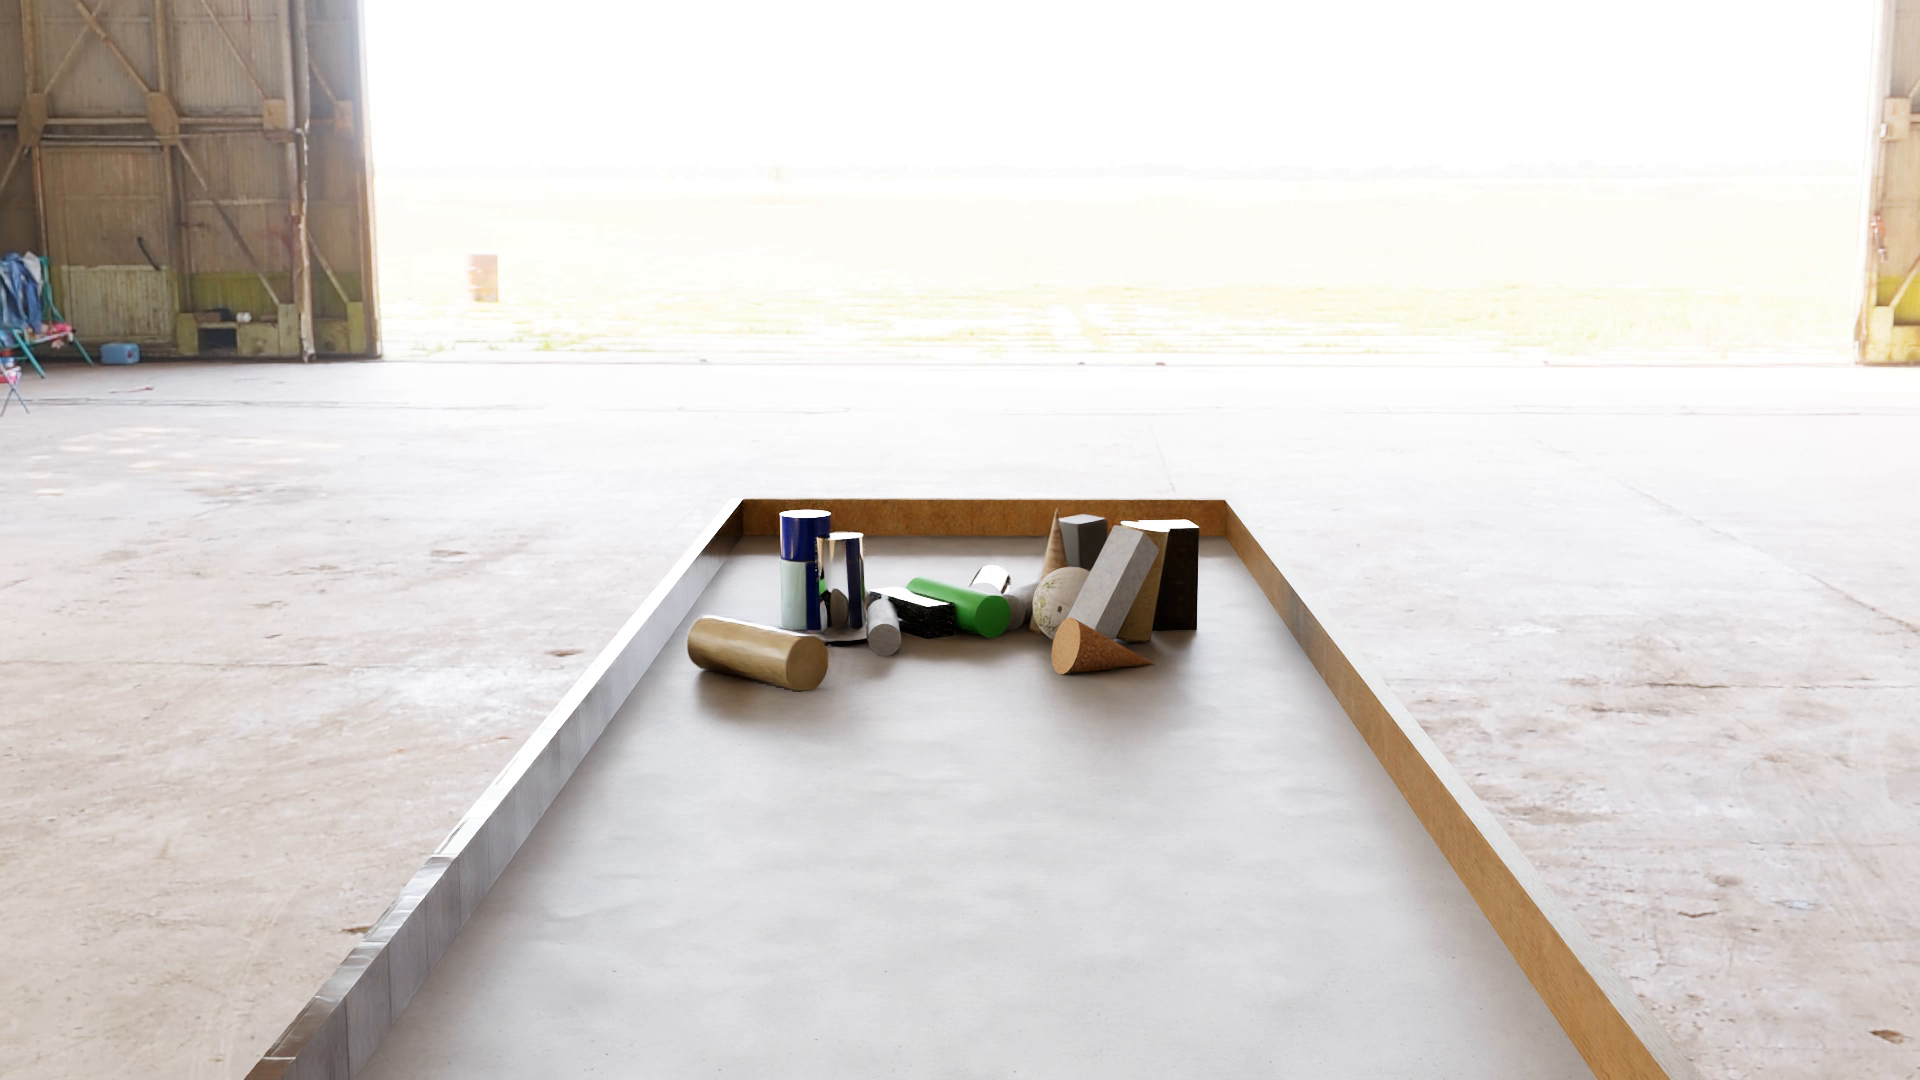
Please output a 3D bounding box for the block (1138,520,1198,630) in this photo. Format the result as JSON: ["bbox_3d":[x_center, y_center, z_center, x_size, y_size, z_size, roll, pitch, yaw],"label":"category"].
[{"bbox_3d":[0.681,0.115,7.208,0.163,0.337,0.163,-1,9,-7],"label":"block"}]

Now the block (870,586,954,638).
[{"bbox_3d":[-0.158,0.236,7.180,0.106,0.106,0.351,-6,11,-33],"label":"block"}]

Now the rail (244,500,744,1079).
[{"bbox_3d":[-1.004,0.839,3.234,0.050,0.150,12.000,0,9,1],"label":"rail"}]

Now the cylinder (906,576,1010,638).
[{"bbox_3d":[-0.014,0.217,7.197,0.139,0.139,0.423,-6,11,-34],"label":"cylinder"}]

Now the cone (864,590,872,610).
[{"bbox_3d":[-0.437,0.225,7.374,0.136,0.136,0.363,-5,0,-30],"label":"cone"}]

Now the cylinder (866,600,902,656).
[{"bbox_3d":[-0.243,0.275,6.953,0.102,0.102,0.400,-1,9,-3],"label":"cylinder"}]

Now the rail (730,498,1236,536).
[{"bbox_3d":[0.099,-0.098,9.147,2.100,0.150,0.050,0,9,1],"label":"rail"}]

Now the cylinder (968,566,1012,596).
[{"bbox_3d":[0.094,0.180,7.441,0.136,0.136,0.331,1,9,6],"label":"cylinder"}]

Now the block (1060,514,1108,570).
[{"bbox_3d":[0.404,0.104,7.208,0.120,0.351,0.120,-12,14,-34],"label":"block"}]

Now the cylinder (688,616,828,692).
[{"bbox_3d":[-0.593,0.329,6.422,0.444,0.160,0.160,9,12,43],"label":"cylinder"}]

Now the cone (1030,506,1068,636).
[{"bbox_3d":[0.309,0.090,7.105,0.166,0.410,0.166,1,12,0],"label":"cone"}]

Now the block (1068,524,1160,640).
[{"bbox_3d":[0.460,0.159,6.756,0.114,0.390,0.114,16,-19,40],"label":"block"}]

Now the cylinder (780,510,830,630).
[{"bbox_3d":[-0.505,0.098,7.198,0.164,0.372,0.164,0,9,0],"label":"cylinder"}]

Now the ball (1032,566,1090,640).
[{"bbox_3d":[0.351,0.207,6.920,0.246,0.246,0.246,0,9,0],"label":"ball"}]

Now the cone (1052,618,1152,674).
[{"bbox_3d":[0.452,0.344,6.574,0.311,0.171,0.171,13,3,-24],"label":"cone"}]

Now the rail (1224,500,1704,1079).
[{"bbox_3d":[1.046,0.843,3.208,0.050,0.150,12.000,0,9,1],"label":"rail"}]

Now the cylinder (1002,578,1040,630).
[{"bbox_3d":[0.233,0.205,7.333,0.120,0.120,0.413,4,10,22],"label":"cylinder"}]

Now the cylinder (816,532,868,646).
[{"bbox_3d":[-0.372,0.155,6.933,0.145,0.338,0.145,-2,7,0],"label":"cylinder"}]

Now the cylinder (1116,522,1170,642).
[{"bbox_3d":[0.556,0.133,6.964,0.154,0.359,0.154,9,7,-1],"label":"cylinder"}]
